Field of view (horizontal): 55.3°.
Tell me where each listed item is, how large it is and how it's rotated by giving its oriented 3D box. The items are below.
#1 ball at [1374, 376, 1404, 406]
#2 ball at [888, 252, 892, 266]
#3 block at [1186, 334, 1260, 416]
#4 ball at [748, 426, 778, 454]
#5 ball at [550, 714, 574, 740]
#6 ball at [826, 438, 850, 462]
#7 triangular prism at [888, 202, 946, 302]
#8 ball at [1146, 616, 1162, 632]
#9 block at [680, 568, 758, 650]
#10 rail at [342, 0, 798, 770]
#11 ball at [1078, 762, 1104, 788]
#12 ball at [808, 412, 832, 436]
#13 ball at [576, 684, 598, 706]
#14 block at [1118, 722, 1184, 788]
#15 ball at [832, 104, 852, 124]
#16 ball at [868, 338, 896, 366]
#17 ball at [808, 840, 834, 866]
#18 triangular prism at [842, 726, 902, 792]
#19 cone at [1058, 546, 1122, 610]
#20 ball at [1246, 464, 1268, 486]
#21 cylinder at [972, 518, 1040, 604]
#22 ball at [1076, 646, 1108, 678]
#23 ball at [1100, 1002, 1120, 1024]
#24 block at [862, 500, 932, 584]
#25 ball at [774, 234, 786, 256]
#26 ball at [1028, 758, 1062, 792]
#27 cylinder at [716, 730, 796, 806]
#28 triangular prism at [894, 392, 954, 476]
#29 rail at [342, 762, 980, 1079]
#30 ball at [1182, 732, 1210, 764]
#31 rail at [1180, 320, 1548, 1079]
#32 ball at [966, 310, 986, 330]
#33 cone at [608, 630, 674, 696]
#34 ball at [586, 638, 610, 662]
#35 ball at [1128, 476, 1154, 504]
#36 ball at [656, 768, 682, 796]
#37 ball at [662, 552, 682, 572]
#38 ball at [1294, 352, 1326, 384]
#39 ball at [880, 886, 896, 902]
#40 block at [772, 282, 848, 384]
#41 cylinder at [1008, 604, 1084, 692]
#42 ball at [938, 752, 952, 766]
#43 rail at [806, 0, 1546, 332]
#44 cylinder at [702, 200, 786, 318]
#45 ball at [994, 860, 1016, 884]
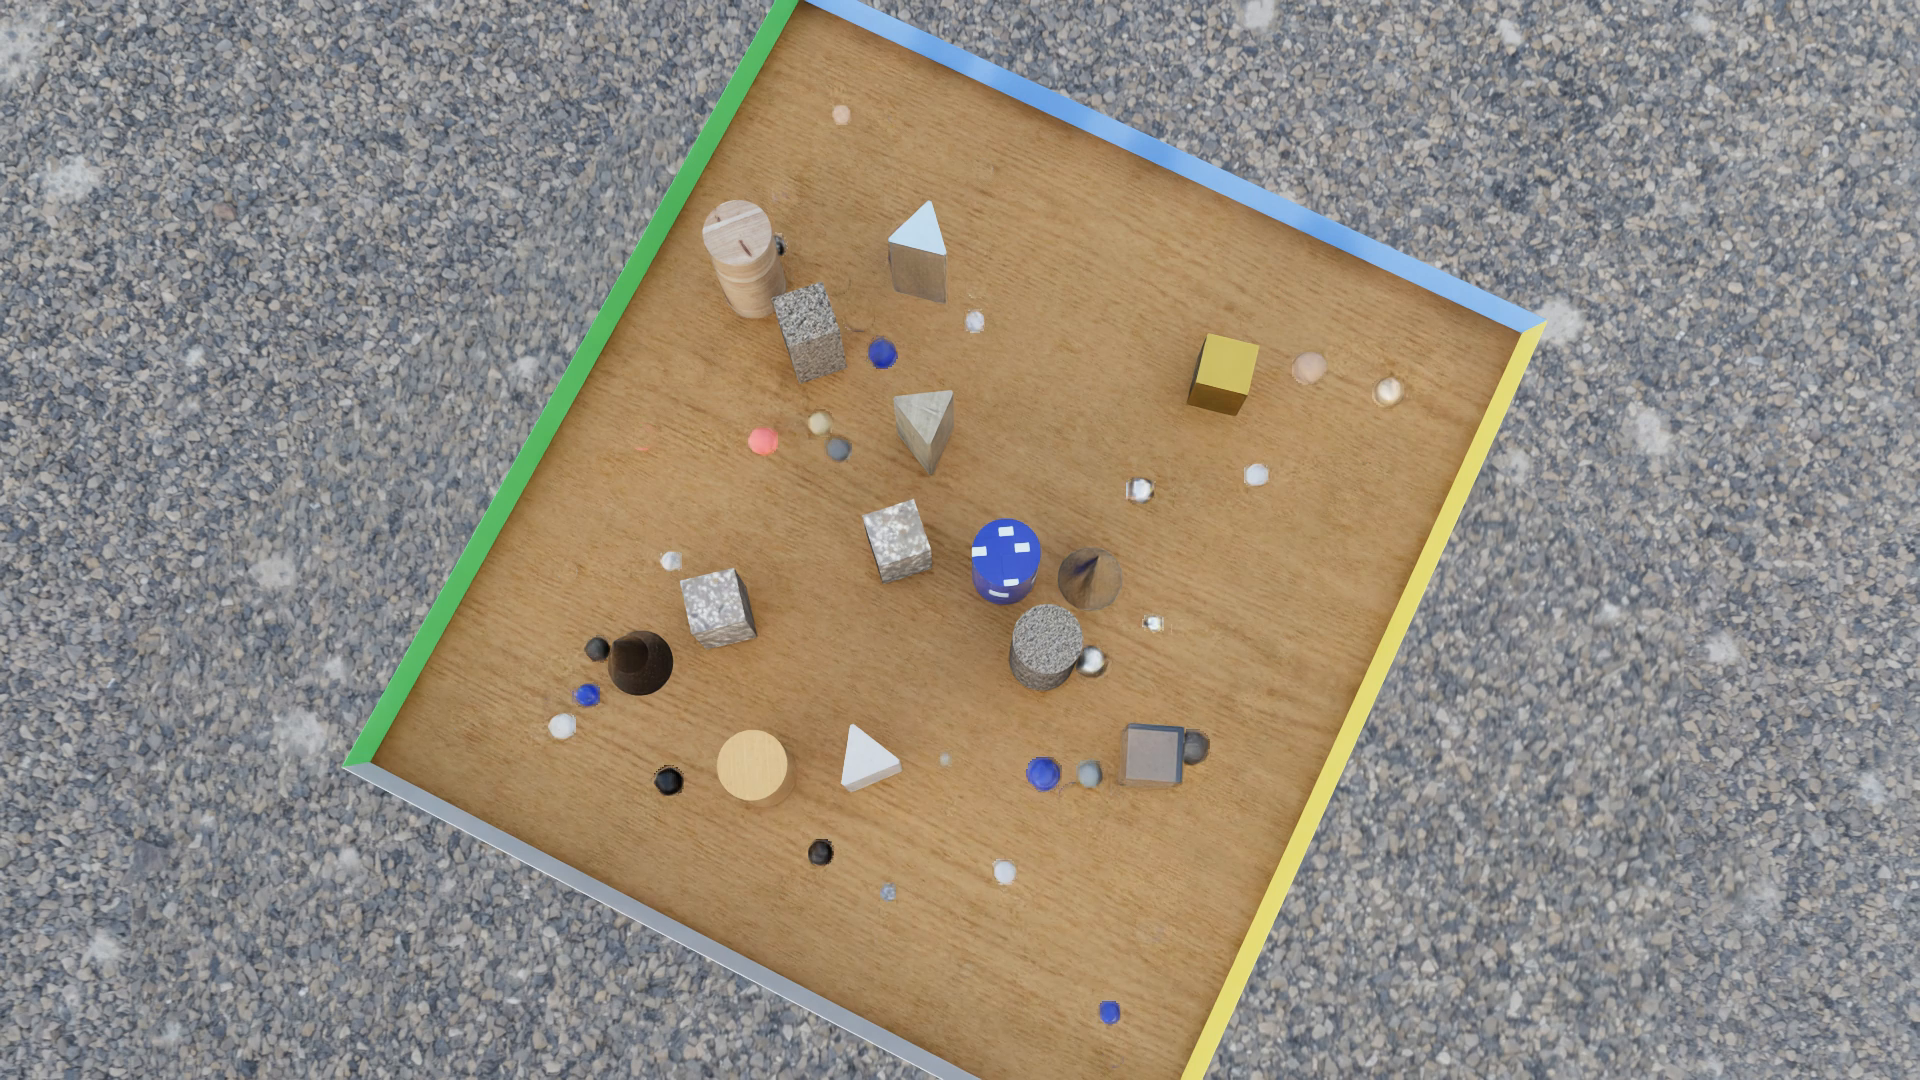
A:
[{"bbox_3d":[1.326,-0.458,5.664,0.092,0.092,0.092,0,78,0],"label":"ball"},{"bbox_3d":[-0.185,-0.885,5.751,0.082,0.082,0.082,0,78,0],"label":"ball"},{"bbox_3d":[0.801,-0.502,5.598,0.159,0.240,0.159,14,79,3],"label":"block"},{"bbox_3d":[-0.606,-0.306,5.635,0.087,0.087,0.087,0,78,0],"label":"ball"},{"bbox_3d":[-1.187,0.556,5.463,0.076,0.076,0.076,0,78,0],"label":"ball"},{"bbox_3d":[-0.375,-0.278,5.636,0.075,0.075,0.075,0,78,0],"label":"ball"},{"bbox_3d":[-0.107,-0.882,5.578,0.172,0.433,0.149,14,79,3],"label":"triangular prism"},{"bbox_3d":[0.586,0.254,5.537,0.053,0.053,0.053,0,78,0],"label":"ball"},{"bbox_3d":[-0.709,0.206,5.413,0.159,0.315,0.159,-14,79,-3],"label":"block"},{"bbox_3d":[-1.150,-0.556,5.665,0.045,0.129,2.838,26,80,5],"label":"rail"},{"bbox_3d":[0.386,0.697,5.434,0.076,0.076,0.076,0,78,0],"label":"ball"},{"bbox_3d":[-0.432,-0.359,5.653,0.075,0.075,0.075,0,78,0],"label":"ball"},{"bbox_3d":[-1.116,0.464,5.485,0.070,0.070,0.070,0,78,0],"label":"ball"},{"bbox_3d":[0.558,0.633,5.356,0.159,0.255,0.159,4,78,1],"label":"block"},{"bbox_3d":[-0.378,-1.363,5.869,0.059,0.059,0.059,0,78,0],"label":"ball"},{"bbox_3d":[-0.242,-0.582,5.691,0.090,0.090,0.090,0,78,0],"label":"ball"},{"bbox_3d":[-0.411,0.922,5.388,0.075,0.075,0.075,0,78,0],"label":"ball"},{"bbox_3d":[-0.280,0.621,5.336,0.172,0.298,0.149,-22,79,-4],"label":"triangular prism"},{"bbox_3d":[0.398,0.082,5.417,0.199,0.357,0.199,0,78,0],"label":"cone"},{"bbox_3d":[0.912,-0.200,5.622,0.071,0.071,0.071,0,78,0],"label":"ball"},{"bbox_3d":[0.134,0.068,5.438,0.199,0.322,0.199,0,78,0],"label":"cylinder"},{"bbox_3d":[0.394,0.365,5.485,0.097,0.097,0.097,0,78,0],"label":"ball"},{"bbox_3d":[0.433,1.370,5.302,0.061,0.061,0.061,0,78,0],"label":"ball"},{"bbox_3d":[-0.185,0.008,5.467,0.159,0.290,0.159,-18,79,-4],"label":"block"},{"bbox_3d":[-0.585,-0.926,5.772,0.071,0.071,0.071,0,78,0],"label":"ball"},{"bbox_3d":[0.251,0.694,5.420,0.096,0.096,0.096,0,78,0],"label":"ball"},{"bbox_3d":[-0.587,0.666,5.322,0.199,0.307,0.199,0,78,0],"label":"cylinder"},{"bbox_3d":[-0.081,-0.349,5.492,0.149,0.386,0.172,-36,81,-7],"label":"triangular prism"},{"bbox_3d":[-0.624,1.229,5.295,2.619,0.129,0.045,26,80,5],"label":"rail"},{"bbox_3d":[0.690,0.617,5.438,0.099,0.099,0.099,0,78,0],"label":"ball"},{"bbox_3d":[1.150,0.570,5.432,0.045,0.129,2.838,26,80,5],"label":"rail"},{"bbox_3d":[0.047,-0.685,5.727,0.062,0.062,0.062,0,78,0],"label":"ball"},{"bbox_3d":[-0.966,0.327,5.323,0.199,0.442,0.199,0,78,0],"label":"cone"},{"bbox_3d":[-1.087,0.328,5.496,0.073,0.073,0.073,0,78,0],"label":"ball"},{"bbox_3d":[0.554,-0.152,5.606,0.083,0.083,0.083,0,78,0],"label":"ball"},{"bbox_3d":[-0.862,0.716,5.427,0.081,0.081,0.081,0,78,0],"label":"ball"},{"bbox_3d":[-0.879,0.065,5.572,0.060,0.060,0.060,0,78,0],"label":"ball"},{"bbox_3d":[1.084,-0.534,5.677,0.099,0.099,0.099,0,78,0],"label":"ball"},{"bbox_3d":[-0.210,1.037,5.378,0.048,0.048,0.048,0,78,0],"label":"ball"},{"bbox_3d":[-0.453,-0.623,5.552,0.159,0.379,0.159,-19,79,-4],"label":"block"},{"bbox_3d":[0.247,0.318,5.349,0.199,0.396,0.199,0,78,0],"label":"cylinder"},{"bbox_3d":[-0.042,0.653,5.460,0.042,0.042,0.042,0,78,0],"label":"ball"},{"bbox_3d":[0.624,-1.215,5.801,2.619,0.129,0.045,26,80,5],"label":"rail"},{"bbox_3d":[-0.645,-0.842,5.543,0.199,0.485,0.199,0,78,0],"label":"cylinder"},{"bbox_3d":[0.132,0.975,5.381,0.067,0.067,0.067,0,78,0],"label":"ball"}]
